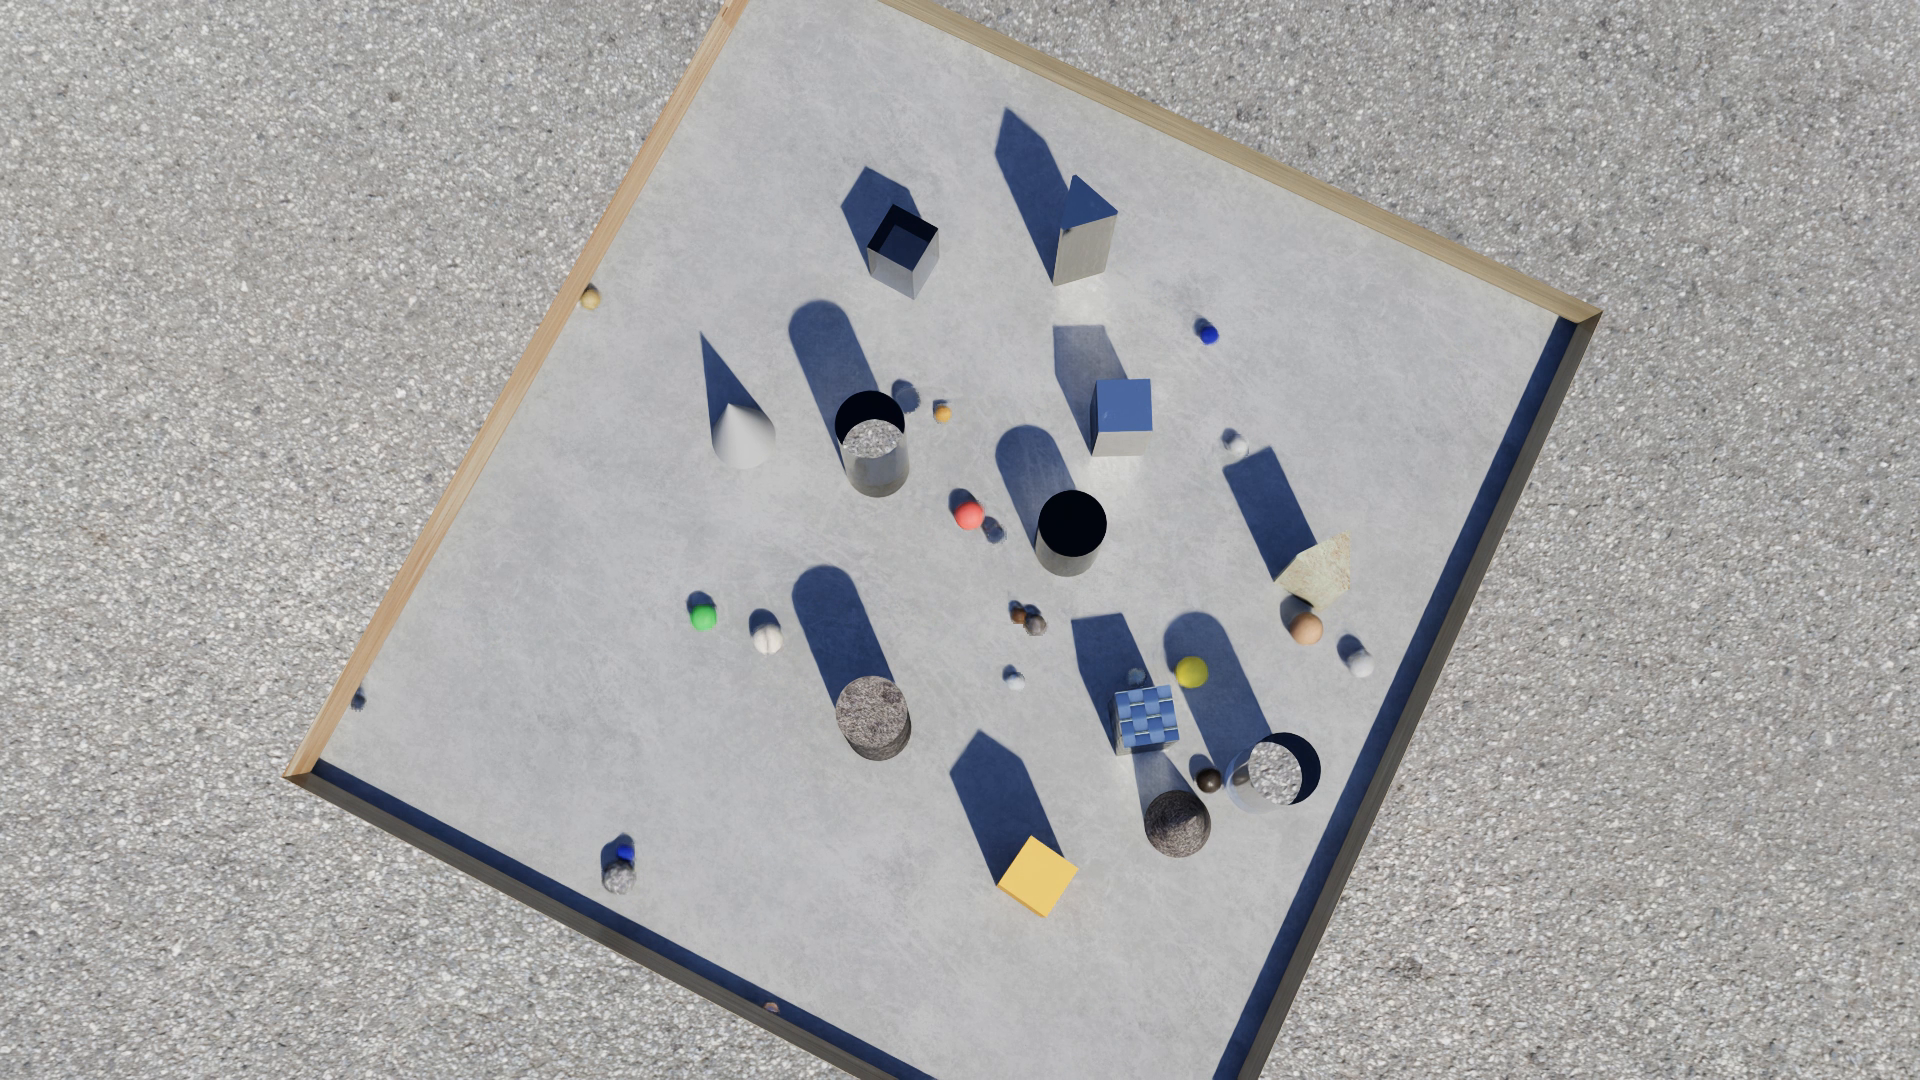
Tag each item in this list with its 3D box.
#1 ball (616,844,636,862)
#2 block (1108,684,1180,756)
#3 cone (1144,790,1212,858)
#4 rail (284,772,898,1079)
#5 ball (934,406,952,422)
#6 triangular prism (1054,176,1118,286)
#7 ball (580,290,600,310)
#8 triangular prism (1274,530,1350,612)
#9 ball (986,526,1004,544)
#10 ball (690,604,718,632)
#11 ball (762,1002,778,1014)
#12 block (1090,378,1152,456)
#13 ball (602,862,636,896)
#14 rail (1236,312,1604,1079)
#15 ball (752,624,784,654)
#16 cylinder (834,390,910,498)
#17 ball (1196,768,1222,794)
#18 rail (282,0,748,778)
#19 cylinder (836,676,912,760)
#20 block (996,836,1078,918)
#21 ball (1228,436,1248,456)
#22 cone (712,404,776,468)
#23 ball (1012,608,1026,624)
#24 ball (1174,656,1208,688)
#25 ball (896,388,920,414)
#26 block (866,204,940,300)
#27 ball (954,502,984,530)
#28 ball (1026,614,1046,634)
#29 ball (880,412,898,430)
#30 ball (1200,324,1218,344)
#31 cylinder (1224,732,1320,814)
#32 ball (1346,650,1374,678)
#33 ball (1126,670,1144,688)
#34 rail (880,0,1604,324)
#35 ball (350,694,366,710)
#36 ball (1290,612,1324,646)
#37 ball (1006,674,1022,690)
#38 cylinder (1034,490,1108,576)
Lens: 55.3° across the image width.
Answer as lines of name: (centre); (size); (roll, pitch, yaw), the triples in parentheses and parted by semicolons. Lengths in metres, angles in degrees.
ball: (-0.984, 0.923, 5.398); (0.054, 0.054, 0.054); (0, 78, 0)
block: (0.534, 0.530, 5.360); (0.159, 0.287, 0.159); (-8, 78, -2)
cone: (0.646, 0.800, 5.233); (0.199, 0.426, 0.199); (0, 78, 0)
rail: (-0.671, 1.320, 5.276); (2.904, 0.129, 0.045); (26, 80, 5)
ball: (-0.052, -0.390, 5.671); (0.051, 0.051, 0.051); (0, 78, 0)
triangular prism: (0.355, -0.946, 5.564); (0.172, 0.486, 0.149); (-17, 79, -3)
ball: (-1.158, -0.752, 5.739); (0.066, 0.066, 0.066); (0, 78, 0)
triangular prism: (1.069, 0.072, 5.404); (0.172, 0.388, 0.149); (33, 80, 6)
ball: (0.108, -0.017, 5.591); (0.057, 0.057, 0.057); (0, 78, 0)
ball: (-0.772, 0.234, 5.526); (0.082, 0.082, 0.082); (0, 78, 0)
ball: (-0.550, 1.362, 5.311); (0.046, 0.046, 0.046); (0, 78, 0)
block: (0.485, -0.367, 5.541); (0.159, 0.296, 0.159); (-1, 78, 0)
ball: (-0.996, 0.990, 5.362); (0.098, 0.098, 0.098); (0, 78, 0)
rail: (1.277, 0.632, 5.419); (0.045, 0.129, 3.047); (26, 80, 5)
ball: (-0.577, 0.298, 5.508); (0.092, 0.092, 0.092); (0, 78, 0)
cylinder: (-0.255, -0.277, 5.423); (0.199, 0.491, 0.199); (0, 78, 0)
ball: (0.738, 0.714, 5.429); (0.077, 0.077, 0.077); (0, 78, 0)
rail: (-1.277, -0.619, 5.678); (0.045, 0.129, 3.047); (26, 80, 5)
cylinder: (-0.245, 0.519, 5.283); (0.199, 0.444, 0.199); (0, 78, 0)
block: (0.216, 0.963, 5.228); (0.159, 0.371, 0.159); (34, 80, 7)
ball: (0.854, -0.288, 5.645); (0.061, 0.061, 0.061); (0, 78, 0)
cone: (-0.670, -0.356, 5.491); (0.199, 0.390, 0.199); (0, 78, 0)
ball: (0.178, 0.229, 5.545); (0.048, 0.048, 0.048); (0, 78, 0)
ball: (0.692, 0.397, 5.485); (0.097, 0.097, 0.097); (0, 78, 0)
ball: (-0.160, -0.428, 5.665); (0.079, 0.079, 0.079); (0, 78, 0)
block: (-0.173, -0.887, 5.666); (0.159, 0.263, 0.159); (29, 80, 6)
ball: (0.027, -0.075, 5.587); (0.089, 0.089, 0.089); (0, 78, 0)
ball: (0.228, 0.255, 5.532); (0.062, 0.062, 0.062); (0, 78, 0)
ball: (-0.220, -0.369, 5.663); (0.059, 0.059, 0.059); (0, 78, 0)
ball: (0.776, -0.642, 5.719); (0.060, 0.060, 0.060); (0, 78, 0)
cylinder: (0.889, 0.672, 5.242); (0.199, 0.461, 0.199); (0, 78, 0)
ball: (1.202, 0.370, 5.498); (0.083, 0.083, 0.083); (0, 78, 0)
ball: (0.526, 0.415, 5.503); (0.055, 0.055, 0.055); (0, 78, 0)
rail: (0.671, -1.307, 5.820); (2.904, 0.129, 0.045); (26, 80, 5)
ball: (-1.806, 0.483, 5.491); (0.049, 0.049, 0.049); (0, 78, 0)
ball: (1.043, 0.267, 5.511); (0.100, 0.100, 0.100); (0, 78, 0)
ball: (0.162, 0.427, 5.503); (0.049, 0.049, 0.049); (0, 78, 0)
cylinder: (0.326, -0.016, 5.459); (0.199, 0.315, 0.199); (0, 78, 0)
